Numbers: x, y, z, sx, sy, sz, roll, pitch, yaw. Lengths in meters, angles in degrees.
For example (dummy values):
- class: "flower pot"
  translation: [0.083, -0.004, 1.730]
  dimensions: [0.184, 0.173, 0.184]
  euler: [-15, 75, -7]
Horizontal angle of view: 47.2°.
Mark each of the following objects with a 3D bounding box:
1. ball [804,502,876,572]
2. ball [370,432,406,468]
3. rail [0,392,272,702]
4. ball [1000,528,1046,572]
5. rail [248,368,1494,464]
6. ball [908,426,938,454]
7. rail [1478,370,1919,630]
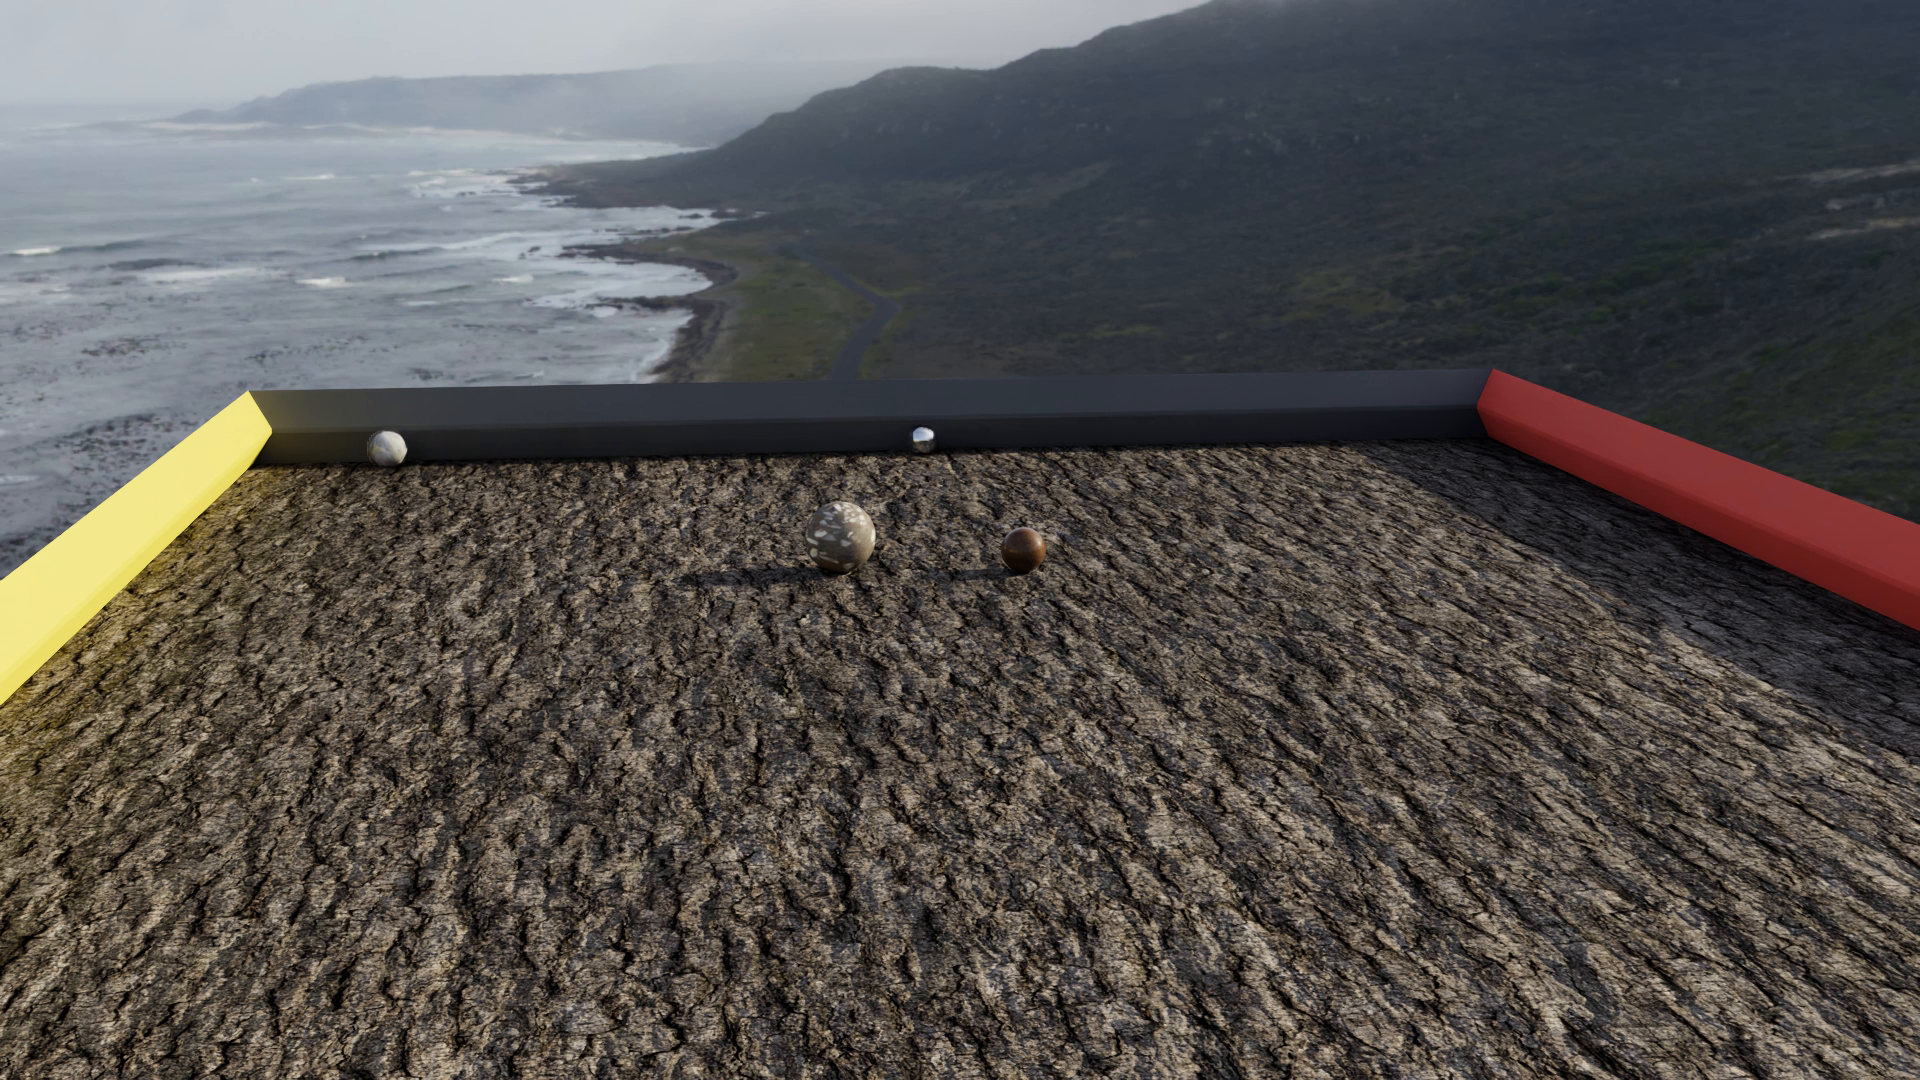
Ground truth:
- class: "ball"
  translation: [-0.165, -0.004, 3.038]
  dimensions: [0.099, 0.099, 0.099]
  euler: [0, 12, 0]
- class: "ball"
  translation: [-0.998, -0.159, 3.839]
  dimensions: [0.063, 0.063, 0.063]
  euler: [0, 12, 0]
- class: "rail"
  translation: [-0.979, 0.201, 2.008]
  dimensions: [0.045, 0.128, 3.832]
  euler: [-2, 12, -7]
- class: "ball"
  translation: [0.088, 0.014, 3.041]
  dimensions: [0.063, 0.063, 0.063]
  euler: [0, 12, 0]
- class: "rail"
  translation: [-0.120, -0.224, 3.982]
  dimensions: [2.270, 0.128, 0.045]
  euler: [-2, 12, -7]
- class: "ball"
  translation: [-0.067, -0.181, 3.965]
  dimensions: [0.053, 0.053, 0.053]
  euler: [0, 12, 0]
- class: "rail"
  translation: [1.225, 0.141, 2.287]
  dimensions: [0.045, 0.128, 3.832]
  euler: [-2, 12, -7]
